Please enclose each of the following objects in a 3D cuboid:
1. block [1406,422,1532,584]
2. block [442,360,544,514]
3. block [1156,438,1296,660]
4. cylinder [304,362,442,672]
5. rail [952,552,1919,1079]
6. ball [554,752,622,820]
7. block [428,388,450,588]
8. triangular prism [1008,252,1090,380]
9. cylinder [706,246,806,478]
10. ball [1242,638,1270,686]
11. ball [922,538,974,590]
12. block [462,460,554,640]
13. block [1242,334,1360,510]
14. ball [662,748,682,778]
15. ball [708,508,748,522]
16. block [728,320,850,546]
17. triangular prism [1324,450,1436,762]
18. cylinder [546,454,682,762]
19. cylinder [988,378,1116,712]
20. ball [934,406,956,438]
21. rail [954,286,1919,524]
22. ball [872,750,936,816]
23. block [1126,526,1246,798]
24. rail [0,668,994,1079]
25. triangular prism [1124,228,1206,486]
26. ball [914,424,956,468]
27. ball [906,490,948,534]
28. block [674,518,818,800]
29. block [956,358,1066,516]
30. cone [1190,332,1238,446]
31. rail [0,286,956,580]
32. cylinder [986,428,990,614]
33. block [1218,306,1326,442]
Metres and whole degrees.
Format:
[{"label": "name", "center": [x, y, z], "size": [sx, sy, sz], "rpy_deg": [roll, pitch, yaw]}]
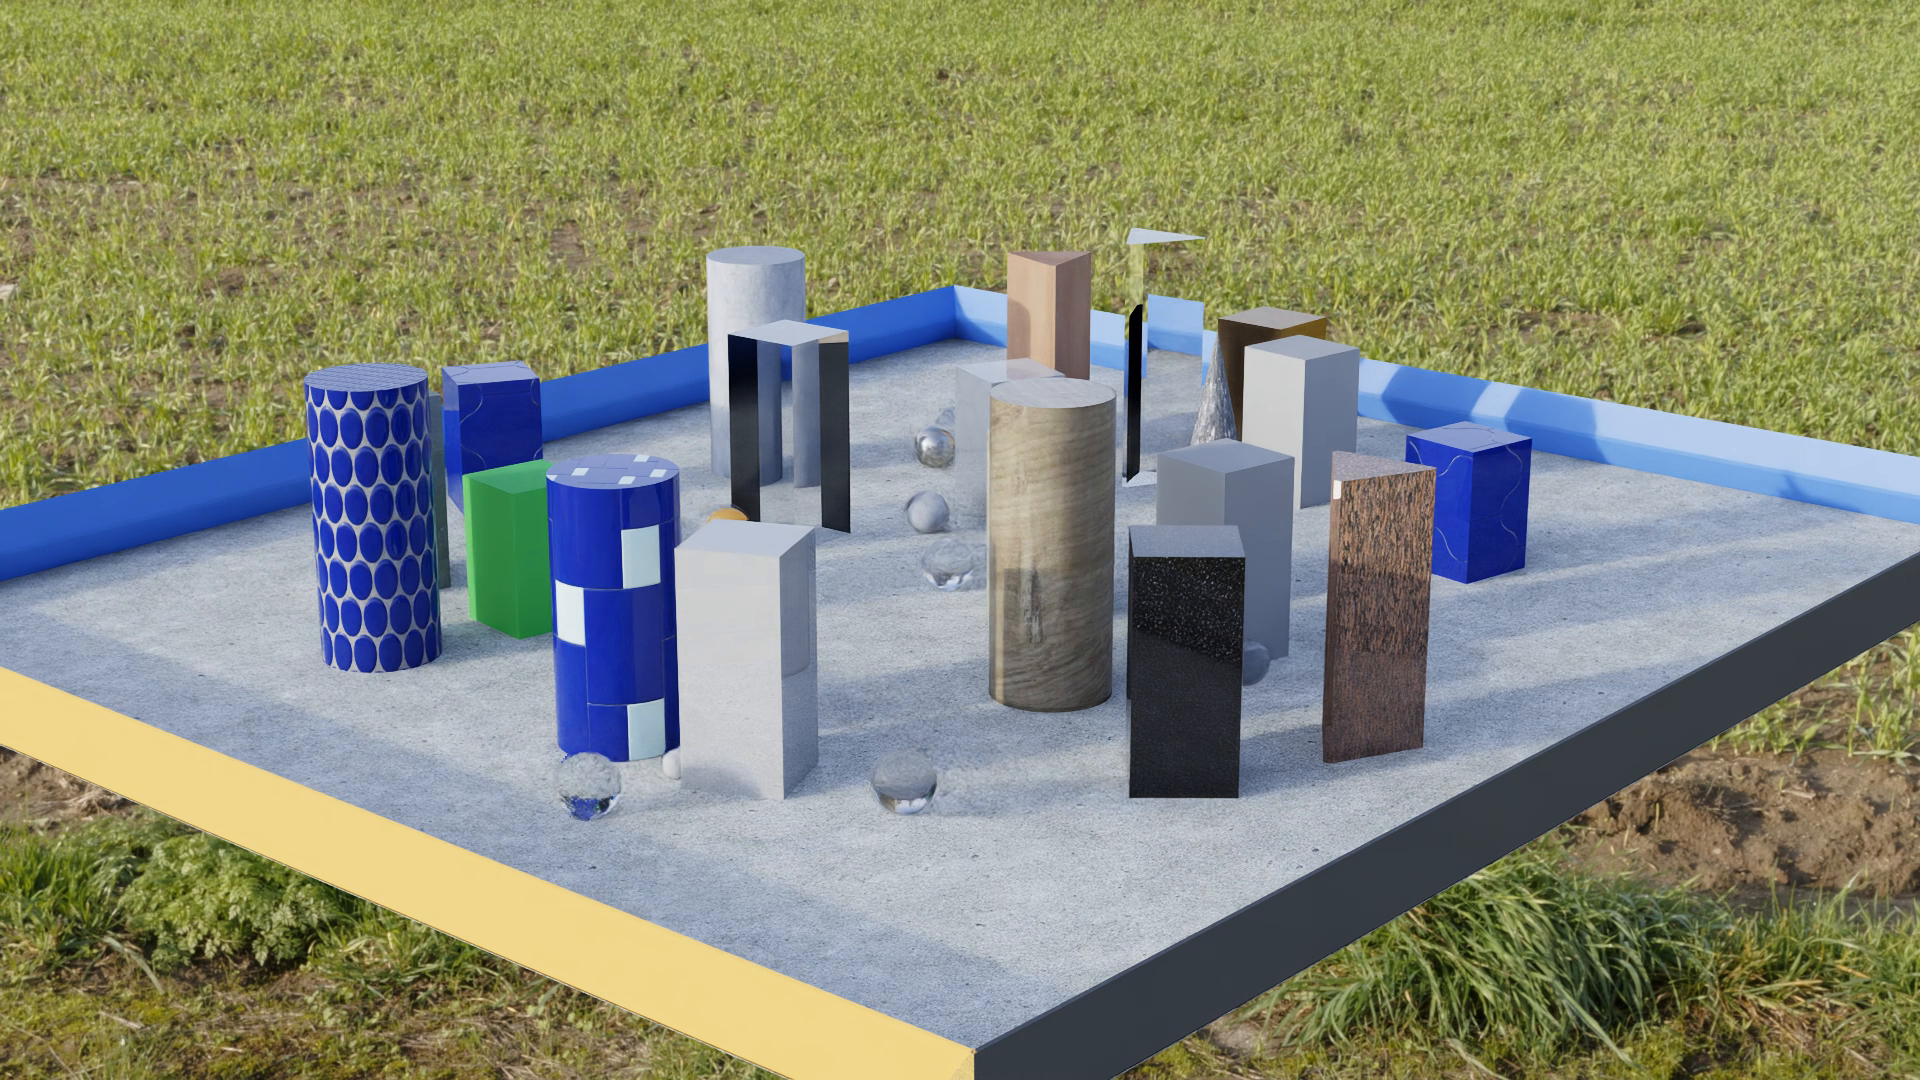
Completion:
[{"label": "block", "center": [0.908, -0.069, 5.261], "size": [0.157, 0.241, 0.157], "rpy_deg": [-13, 21, -37]}, {"label": "block", "center": [-0.900, -0.197, 5.656], "size": [0.157, 0.258, 0.157], "rpy_deg": [-6, 18, -20]}, {"label": "block", "center": [0.429, 0.025, 4.780], "size": [0.157, 0.339, 0.157], "rpy_deg": [-13, 21, -37]}, {"label": "cylinder", "center": [-0.952, -0.037, 4.763], "size": [0.196, 0.468, 0.196], "rpy_deg": [0, 17, 0]}, {"label": "rail", "center": [0.990, 0.280, 4.297], "size": [0.045, 0.127, 3.028], "rpy_deg": [14, 22, 39]}, {"label": "ball", "center": [-0.525, 0.346, 4.135], "size": [0.096, 0.096, 0.096], "rpy_deg": [0, 17, 0]}, {"label": "block", "center": [-1.006, -0.091, 5.145], "size": [0.157, 0.349, 0.157], "rpy_deg": [-11, 20, -31]}, {"label": "triangular prism", "center": [0.206, -0.393, 6.062], "size": [0.147, 0.398, 0.170], "rpy_deg": [-10, 19, -30]}, {"label": "cylinder", "center": [-0.405, -0.354, 5.868], "size": [0.196, 0.437, 0.196], "rpy_deg": [0, 17, 0]}, {"label": "ball", "center": [0.455, 0.194, 4.672], "size": [0.078, 0.078, 0.078], "rpy_deg": [0, 17, 0]}, {"label": "ball", "center": [-0.022, 0.043, 5.146], "size": [0.092, 0.092, 0.092], "rpy_deg": [0, 17, 0]}, {"label": "block", "center": [-0.728, 0.014, 4.966], "size": [0.157, 0.253, 0.157], "rpy_deg": [-14, 22, -39]}, {"label": "block", "center": [0.662, -0.232, 5.708], "size": [0.157, 0.294, 0.157], "rpy_deg": [-14, 22, -39]}, {"label": "ball", "center": [-0.414, 0.327, 4.289], "size": [0.044, 0.044, 0.044], "rpy_deg": [0, 17, 0]}, {"label": "ball", "center": [-0.426, -0.020, 5.380], "size": [0.079, 0.079, 0.079], "rpy_deg": [0, 17, 0]}, {"label": "block", "center": [-0.314, -0.194, 5.421], "size": [0.157, 0.388, 0.157], "rpy_deg": [13, 21, 37]}, {"label": "triangular prism", "center": [0.591, 0.094, 4.386], "size": [0.170, 0.435, 0.147], "rpy_deg": [-7, 18, -23]}, {"label": "cylinder", "center": [-0.513, 0.100, 4.388], "size": [0.196, 0.421, 0.196], "rpy_deg": [0, 17, 0]}, {"label": "cylinder", "center": [0.143, 0.007, 4.582], "size": [0.196, 0.488, 0.196], "rpy_deg": [0, 17, 0]}, {"label": "ball", "center": [-0.005, -0.229, 6.039], "size": [0.098, 0.098, 0.098], "rpy_deg": [0, 17, 0]}, {"label": "rail", "center": [0.977, -0.293, 6.197], "size": [2.669, 0.127, 0.045], "rpy_deg": [14, 22, 39]}, {"label": "ball", "center": [-0.079, 0.343, 4.152], "size": [0.093, 0.093, 0.093], "rpy_deg": [0, 17, 0]}, {"label": "block", "center": [0.323, 0.175, 4.240], "size": [0.157, 0.363, 0.157], "rpy_deg": [0, 17, 1]}, {"label": "rail", "center": [-0.977, 0.357, 4.043], "size": [2.669, 0.127, 0.045], "rpy_deg": [14, 22, 39]}, {"label": "triangular prism", "center": [0.373, -0.367, 5.825], "size": [0.170, 0.486, 0.147], "rpy_deg": [-7, 18, -22]}, {"label": "ball", "center": [-0.051, -0.189, 5.924], "size": [0.087, 0.087, 0.087], "rpy_deg": [0, 17, 0]}, {"label": "ball", "center": [-0.061, -0.052, 5.486], "size": [0.080, 0.080, 0.080], "rpy_deg": [0, 17, 0]}, {"label": "block", "center": [-0.307, 0.171, 4.250], "size": [0.157, 0.365, 0.157], "rpy_deg": [5, 17, 15]}, {"label": "block", "center": [0.095, -0.198, 5.645], "size": [0.157, 0.265, 0.157], "rpy_deg": [-8, 18, -25]}, {"label": "cone", "center": [0.439, -0.133, 5.067], "size": [0.196, 0.476, 0.196], "rpy_deg": [0, 17, 0]}, {"label": "rail", "center": [-0.990, -0.216, 5.943], "size": [0.045, 0.127, 3.028], "rpy_deg": [14, 22, 39]}, {"label": "cylinder", "center": [0.143, -0.031, 5.009], "size": [0.196, 0.315, 0.196], "rpy_deg": [0, 17, 0]}, {"label": "block", "center": [0.632, -0.312, 5.981], "size": [0.157, 0.290, 0.157], "rpy_deg": [15, 22, 40]}]
